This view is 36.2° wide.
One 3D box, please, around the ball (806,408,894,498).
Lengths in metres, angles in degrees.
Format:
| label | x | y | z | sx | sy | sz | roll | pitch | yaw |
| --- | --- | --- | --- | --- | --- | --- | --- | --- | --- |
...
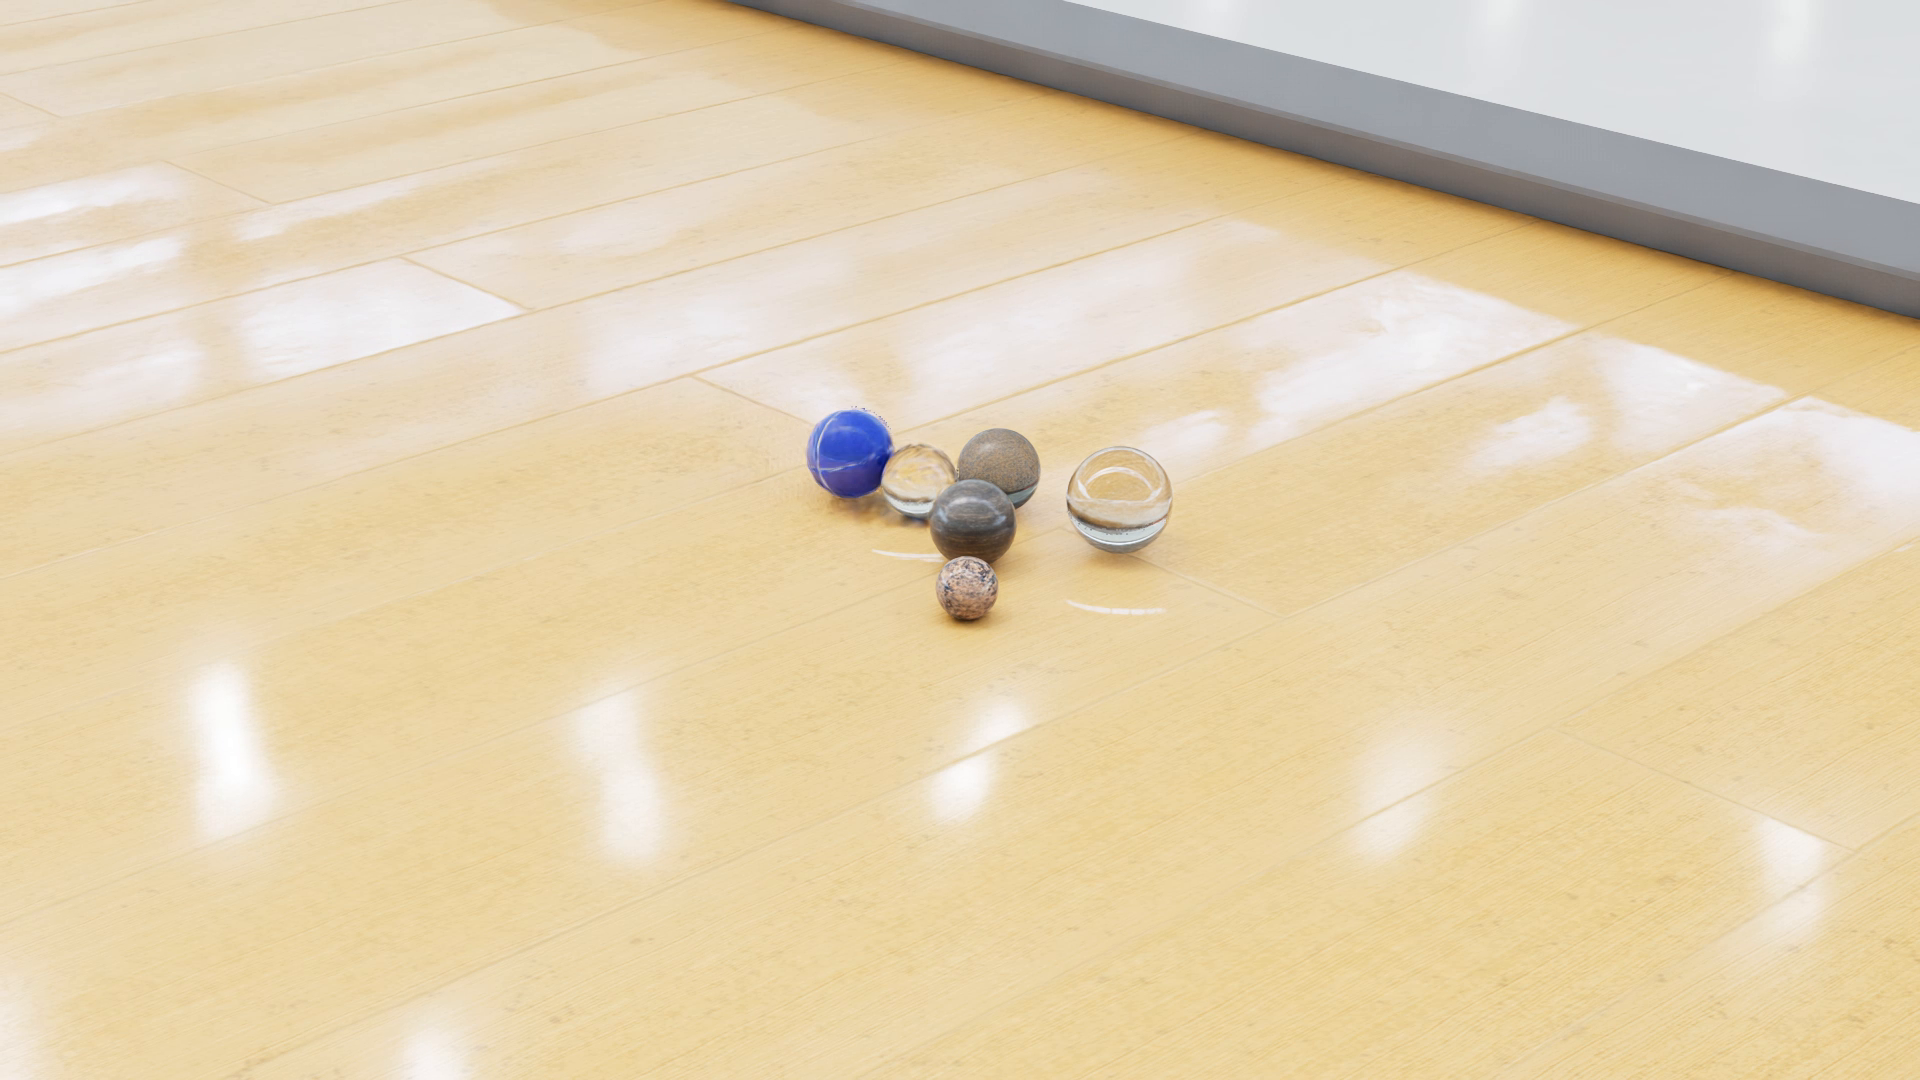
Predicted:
| label | x | y | z | sx | sy | sz | roll | pitch | yaw |
| --- | --- | --- | --- | --- | --- | --- | --- | --- | --- |
| ball | -0.093 | -0.073 | 2.486 | 0.075 | 0.075 | 0.075 | 0 | 23 | 0 |

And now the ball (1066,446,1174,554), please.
| label | x | y | z | sx | sy | sz | roll | pitch | yaw |
| --- | --- | --- | --- | --- | --- | --- | --- | --- | --- |
| ball | 0.130 | -0.033 | 2.390 | 0.088 | 0.088 | 0.088 | 0 | 23 | 0 |

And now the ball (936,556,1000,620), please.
| label | x | y | z | sx | sy | sz | roll | pitch | yaw |
| --- | --- | --- | --- | --- | --- | --- | --- | --- | --- |
| ball | 0.006 | 0.037 | 2.277 | 0.050 | 0.050 | 0.050 | 0 | 23 | 0 |

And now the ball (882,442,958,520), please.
| label | x | y | z | sx | sy | sz | roll | pitch | yaw |
| --- | --- | --- | --- | --- | --- | --- | --- | --- | --- |
| ball | -0.034 | -0.049 | 2.458 | 0.064 | 0.064 | 0.064 | 0 | 23 | 0 |

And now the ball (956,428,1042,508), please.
| label | x | y | z | sx | sy | sz | roll | pitch | yaw |
| --- | --- | --- | --- | --- | --- | --- | --- | --- | --- |
| ball | 0.033 | -0.058 | 2.470 | 0.072 | 0.072 | 0.072 | 0 | 23 | 0 |

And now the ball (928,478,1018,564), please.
| label | x | y | z | sx | sy | sz | roll | pitch | yaw |
| --- | --- | --- | --- | --- | --- | --- | --- | --- | --- |
| ball | 0.011 | -0.014 | 2.367 | 0.071 | 0.071 | 0.071 | 0 | 23 | 0 |

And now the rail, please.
| label | x | y | z | sx | sy | sz | roll | pitch | yaw |
| --- | --- | --- | --- | --- | --- | --- | --- | --- | --- |
| rail | 0.128 | -0.615 | 3.700 | 0.045 | 0.114 | 4.029 | -20 | 31 | -39 |
